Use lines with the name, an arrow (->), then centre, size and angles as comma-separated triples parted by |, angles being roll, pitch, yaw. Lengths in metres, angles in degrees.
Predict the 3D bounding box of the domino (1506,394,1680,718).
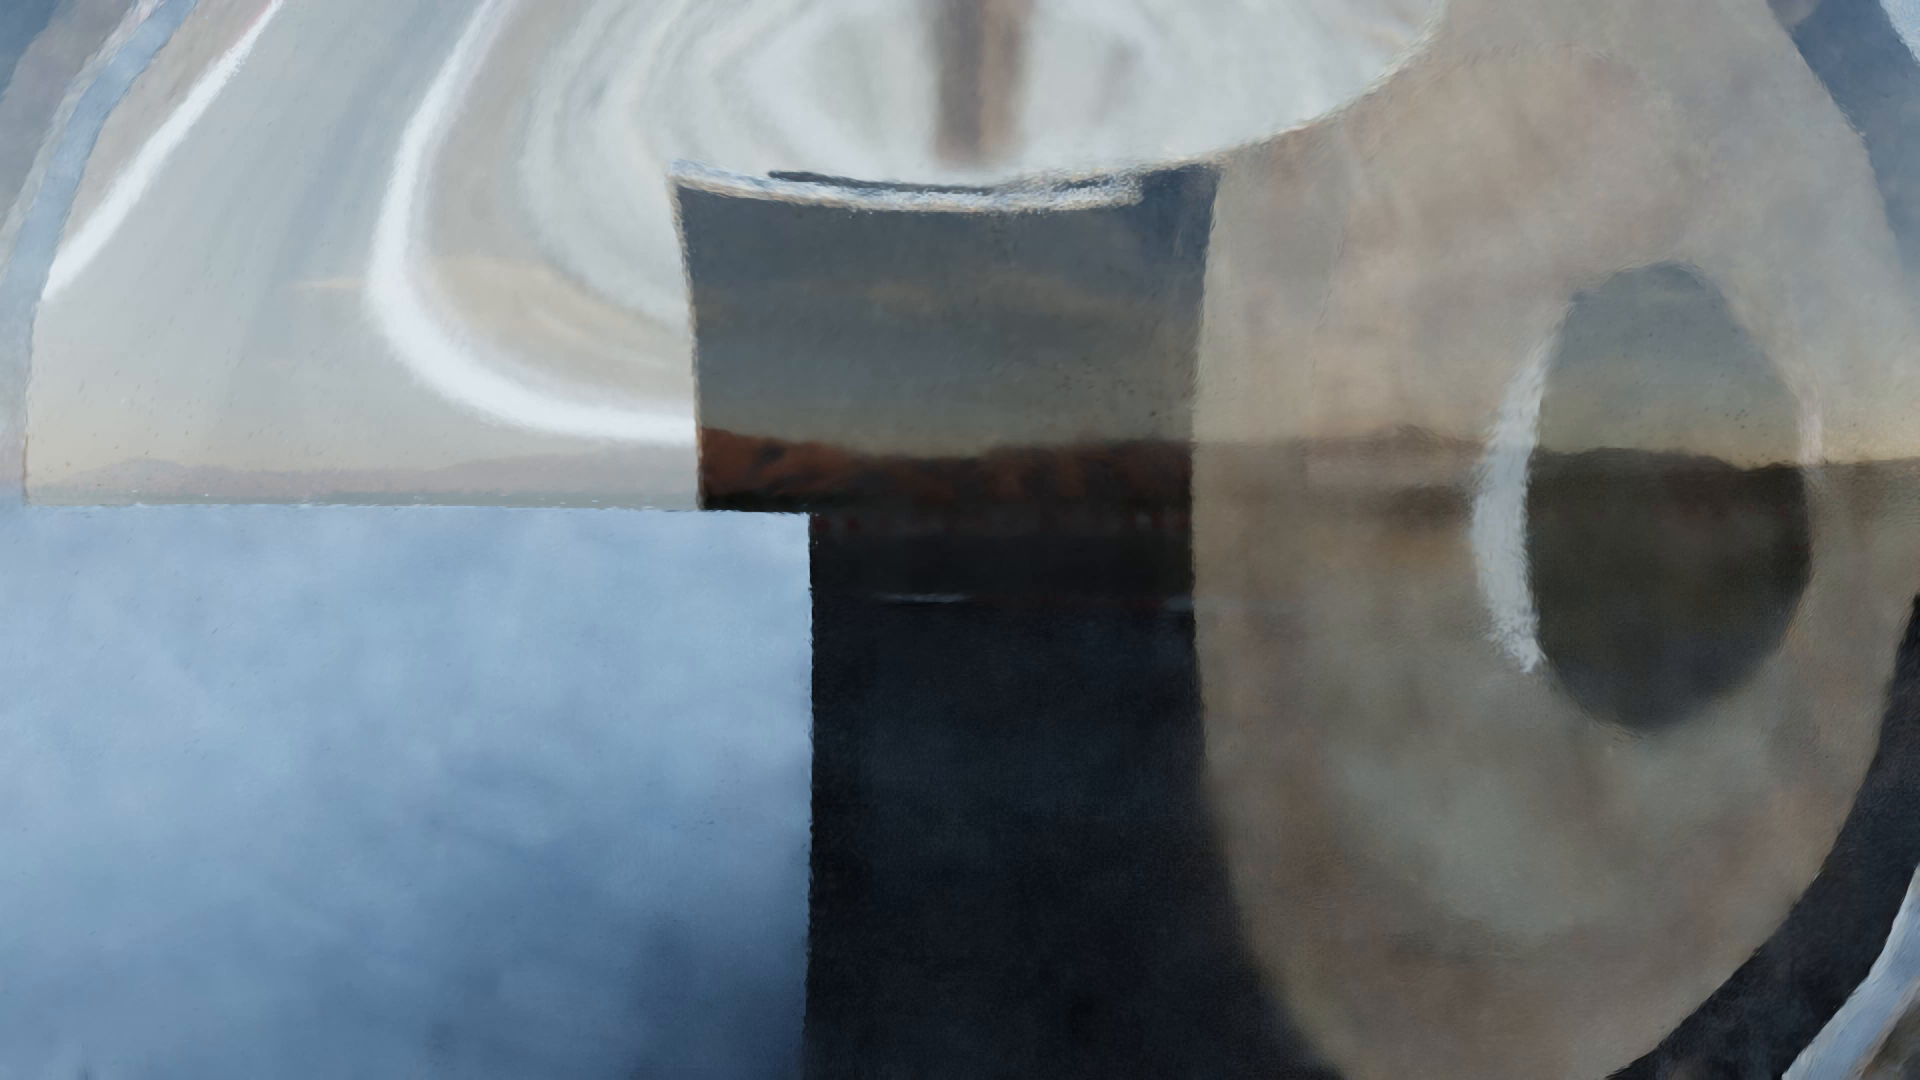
domino -> 0.103, 0.002, 0.211 | 0.009, 0.050, 0.025 | -1, 4, -17

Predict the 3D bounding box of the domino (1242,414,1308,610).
domino -> 0.084, -0.008, 0.339 | 0.010, 0.050, 0.025 | 2, 5, 30

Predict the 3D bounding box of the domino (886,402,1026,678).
domino -> -0.001, 0.000, 0.236 | 0.025, 0.050, 0.009 | 0, 4, -1

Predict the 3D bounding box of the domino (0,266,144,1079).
domino -> -0.045, 0.014, 0.050 | 0.009, 0.050, 0.025 | 0, 4, 0

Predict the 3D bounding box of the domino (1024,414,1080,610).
domino -> 0.018, -0.008, 0.339 | 0.025, 0.050, 0.010 | 4, 6, 42

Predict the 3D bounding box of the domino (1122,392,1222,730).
domino -> 0.033, 0.002, 0.202 | 0.009, 0.050, 0.025 | 0, 4, -4

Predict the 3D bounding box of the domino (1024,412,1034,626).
domino -> 0.004, -0.005, 0.307 | 0.025, 0.050, 0.010 | 1, 4, 13

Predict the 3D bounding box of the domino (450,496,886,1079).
domino -> -0.019, 0.016, 0.099 | 0.025, 0.010, 0.050 | 2, 40, -3

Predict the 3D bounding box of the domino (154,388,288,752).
domino -> -0.108, 0.003, 0.189 | 0.009, 0.050, 0.025 | -1, 4, -16

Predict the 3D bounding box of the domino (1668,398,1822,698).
domino -> 0.135, 0.001, 0.227 | 0.010, 0.050, 0.025 | -4, 6, -40

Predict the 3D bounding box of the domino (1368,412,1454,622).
domino -> 0.112, -0.006, 0.318 | 0.010, 0.050, 0.025 | 4, 6, 44

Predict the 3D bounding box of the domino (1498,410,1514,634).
domino -> 0.135, -0.004, 0.291 | 0.025, 0.050, 0.010 | -3, 5, -33

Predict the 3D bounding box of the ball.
ball -> 0.001, -0.002, 0.054 | 0.080, 0.080, 0.080 | 0, 4, 0

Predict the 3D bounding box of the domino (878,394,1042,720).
domino -> 0.000, 0.002, 0.201 | 0.025, 0.050, 0.010 | 0, 4, 0

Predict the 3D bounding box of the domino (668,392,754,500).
domino -> -0.038, 0.003, 0.199 | 0.009, 0.050, 0.025 | 0, 4, -3

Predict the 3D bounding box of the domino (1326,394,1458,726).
domino -> 0.068, 0.002, 0.205 | 0.009, 0.050, 0.025 | 0, 4, -5

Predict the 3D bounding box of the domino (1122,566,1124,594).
domino -> 0.050, -0.009, 0.351 | 0.010, 0.050, 0.025 | 0, 4, 3

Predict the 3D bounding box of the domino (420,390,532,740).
domino -> -0.073, 0.003, 0.196 | 0.010, 0.050, 0.025 | -1, 4, -8
